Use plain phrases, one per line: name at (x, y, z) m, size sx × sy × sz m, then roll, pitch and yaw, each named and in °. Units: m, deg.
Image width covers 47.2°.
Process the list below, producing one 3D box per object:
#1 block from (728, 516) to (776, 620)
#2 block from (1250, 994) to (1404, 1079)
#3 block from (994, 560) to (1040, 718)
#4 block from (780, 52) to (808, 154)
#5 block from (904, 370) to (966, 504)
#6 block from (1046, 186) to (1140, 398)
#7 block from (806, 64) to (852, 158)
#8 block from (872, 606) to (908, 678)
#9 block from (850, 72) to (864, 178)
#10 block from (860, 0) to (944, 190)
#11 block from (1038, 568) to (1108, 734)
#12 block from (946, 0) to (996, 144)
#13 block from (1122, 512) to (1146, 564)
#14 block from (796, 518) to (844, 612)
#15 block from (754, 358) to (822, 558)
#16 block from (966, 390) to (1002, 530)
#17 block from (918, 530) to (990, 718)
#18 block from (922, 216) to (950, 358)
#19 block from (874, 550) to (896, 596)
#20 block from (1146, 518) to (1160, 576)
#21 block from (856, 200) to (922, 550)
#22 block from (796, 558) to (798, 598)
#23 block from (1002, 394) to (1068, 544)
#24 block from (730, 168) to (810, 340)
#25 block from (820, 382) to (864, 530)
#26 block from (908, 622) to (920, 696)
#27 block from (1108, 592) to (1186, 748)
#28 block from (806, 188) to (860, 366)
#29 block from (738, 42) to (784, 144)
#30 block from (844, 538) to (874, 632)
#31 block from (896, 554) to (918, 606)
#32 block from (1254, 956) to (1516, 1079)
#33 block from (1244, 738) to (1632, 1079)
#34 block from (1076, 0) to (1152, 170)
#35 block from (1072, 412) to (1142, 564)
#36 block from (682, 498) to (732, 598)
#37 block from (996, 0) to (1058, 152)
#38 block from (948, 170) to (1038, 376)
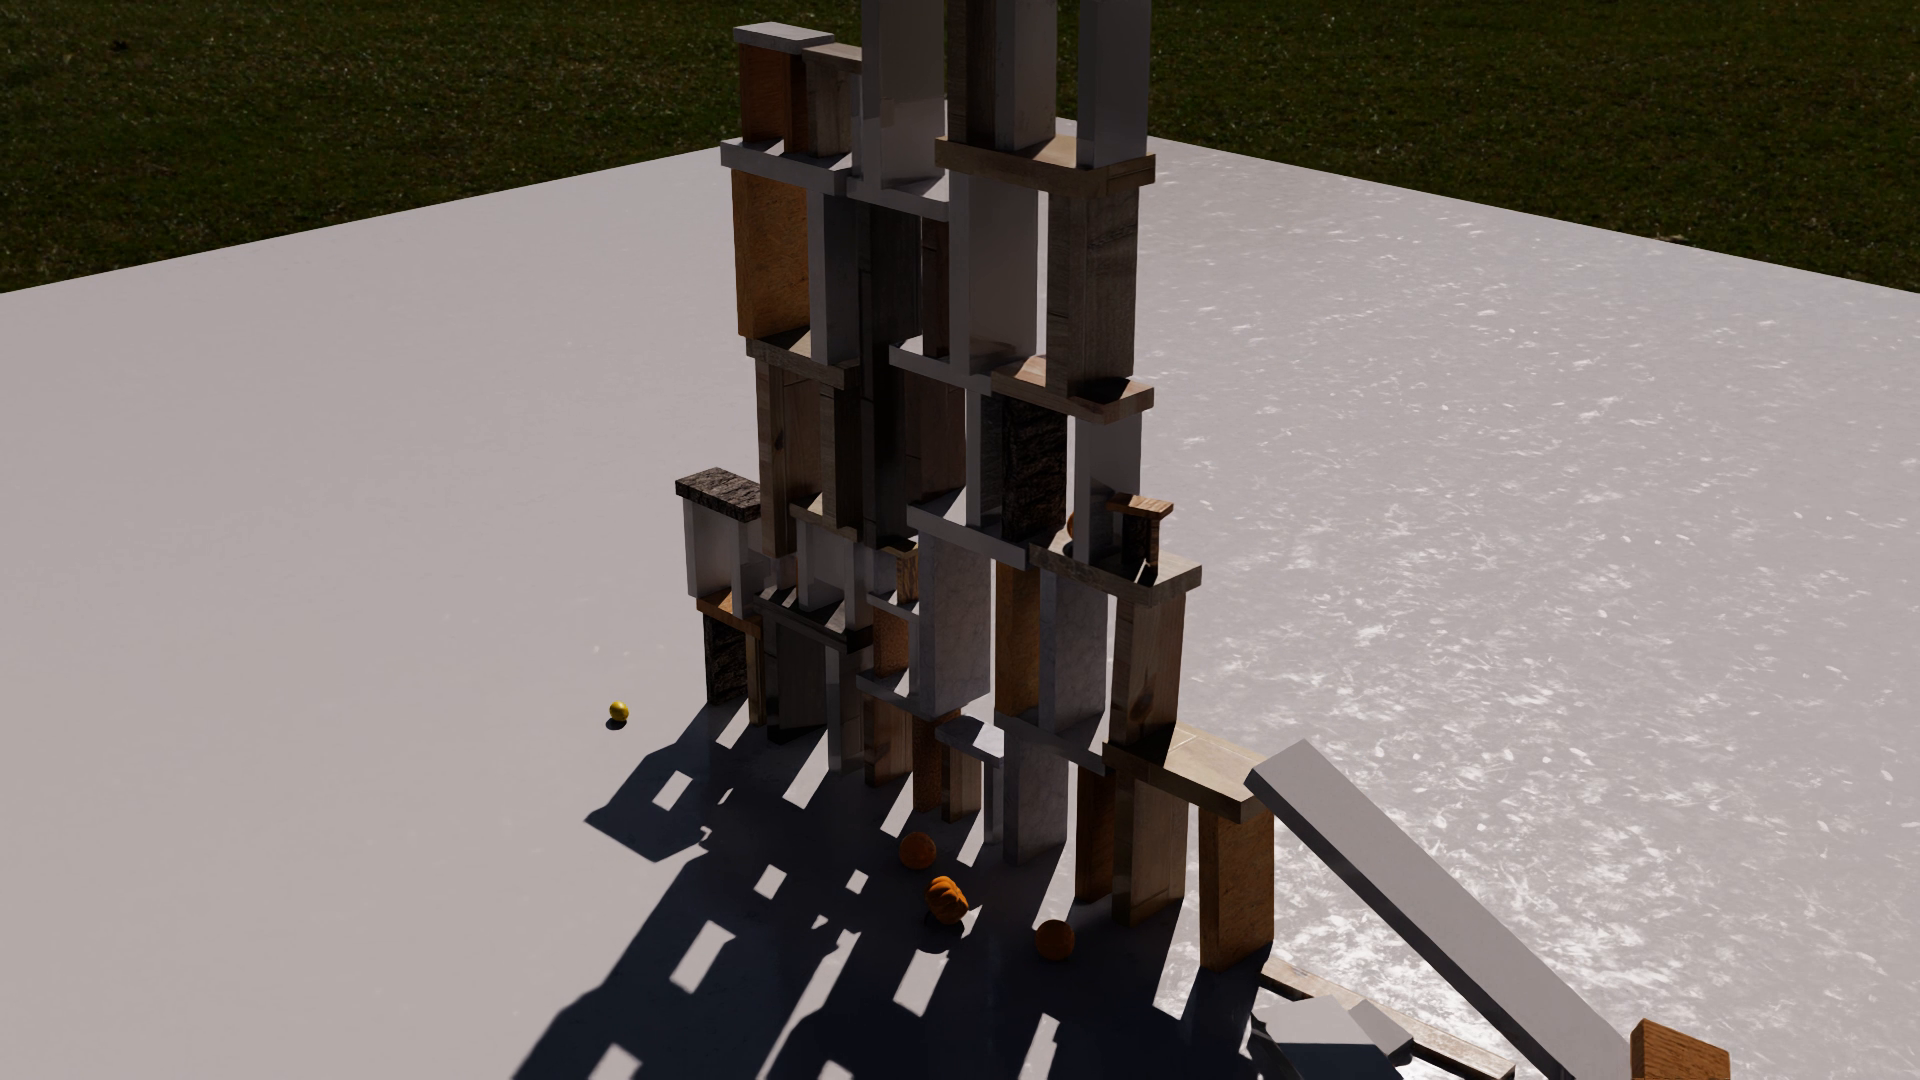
block at (-0.437, 0.045, 4.720) m, size 0.116 × 0.231 × 0.033 m, roll -21°, pitch 31°, yaw -40°
block at (0.608, 0.857, 3.643) m, size 0.149 × 0.042 × 0.299 m, roll -8°, pitch 19°, yaw -13°
block at (0.136, 0.164, 4.148) m, size 0.044 × 0.310 × 0.155 m, roll 21°, pitch 31°, yaw 41°
block at (-0.292, -0.837, 4.179) m, size 0.095 × 0.189 × 0.027 m, roll -21°, pitch 31°, yaw -40°
block at (-0.046, -0.213, 4.190) m, size 0.038 × 0.266 × 0.133 m, roll 17°, pitch 28°, yaw 36°
block at (0.228, -0.437, 3.791) m, size 0.050 × 0.353 × 0.176 m, roll 21°, pitch 31°, yaw 40°
block at (-0.246, -0.814, 4.141) m, size 0.088 × 0.175 × 0.025 m, roll -21°, pitch 30°, yaw -41°
block at (-0.140, 0.196, 4.466) m, size 0.022 × 0.157 × 0.079 m, roll 21°, pitch 31°, yaw 40°
block at (-0.161, -0.773, 4.067) m, size 0.025 × 0.192 × 0.088 m, roll 21°, pitch 31°, yaw 40°
block at (-0.102, -0.865, 3.964) m, size 0.161 × 0.442 × 0.046 m, roll -21°, pitch 31°, yaw -40°
block at (0.211, 0.186, 4.078) m, size 0.143 × 0.325 × 0.041 m, roll -21°, pitch 31°, yaw -41°
block at (0.051, -0.861, 3.798) m, size 0.046 × 0.322 × 0.161 m, roll 21°, pitch 31°, yaw 40°
block at (0.309, -0.014, 3.890) m, size 0.015 × 0.105 × 0.053 m, roll 18°, pitch 29°, yaw 38°
block at (-0.288, 0.039, 4.549) m, size 0.102 × 0.203 × 0.029 m, roll -21°, pitch 31°, yaw -40°
block at (-0.342, -0.182, 4.513) m, size 0.149 × 0.423 × 0.042 m, roll -21°, pitch 31°, yaw -40°
block at (0.071, -0.165, 4.076) m, size 0.133 × 0.265 × 0.038 m, roll -21°, pitch 31°, yaw -41°
block at (-0.009, 0.143, 4.297) m, size 0.044 × 0.387 × 0.155 m, roll 21°, pitch 31°, yaw 41°
block at (-0.010, -0.475, 4.038) m, size 0.037 × 0.260 × 0.130 m, roll 21°, pitch 31°, yaw 40°
block at (-0.150, 0.055, 4.408) m, size 0.051 × 0.103 × 0.015 m, roll -21°, pitch 31°, yaw -40°
block at (0.337, 0.003, 3.850) m, size 0.015 × 0.105 × 0.053 m, roll -1°, pitch 23°, yaw -3°
block at (-0.132, -0.323, 4.240) m, size 0.130 × 0.697 × 0.037 m, roll -21°, pitch 30°, yaw -40°
block at (-0.322, 0.073, 4.608) m, size 0.013 × 0.094 × 0.047 m, roll 21°, pitch 31°, yaw 40°
block at (0.136, -0.147, 4.014) m, size 0.134 × 0.280 × 0.038 m, roll -21°, pitch 31°, yaw -41°
block at (-0.367, -0.583, 4.377) m, size 0.169 × 0.338 × 0.048 m, roll -21°, pitch 30°, yaw -40°
block at (-0.205, -0.183, 4.357) m, size 0.149 × 0.298 × 0.042 m, roll -20°, pitch 31°, yaw -40°
block at (-0.066, 0.225, 4.397) m, size 0.079 × 0.157 × 0.022 m, roll -21°, pitch 31°, yaw -41°
block at (0.337, 0.217, 3.953) m, size 0.143 × 0.286 × 0.041 m, roll -21°, pitch 33°, yaw -40°
block at (-0.211, -0.519, 4.227) m, size 0.169 × 0.337 × 0.048 m, roll -21°, pitch 31°, yaw -40°
block at (-0.380, -0.872, 4.262) m, size 0.094 × 0.189 × 0.027 m, roll -21°, pitch 30°, yaw -40°
block at (-0.188, 0.074, 4.465) m, size 0.029 × 0.203 × 0.102 m, roll 21°, pitch 30°, yaw 39°
block at (-0.102, 0.074, 4.364) m, size 0.051 × 0.103 × 0.015 m, roll -21°, pitch 31°, yaw -40°
block at (0.726, 0.826, 3.792) m, size 0.481 × 0.017 × 0.059 m, roll 19°, pitch 29°, yaw 37°
block at (0.846, 0.678, 3.616) m, size 0.149 × 0.042 × 0.931 m, roll -22°, pitch 56°, yaw -41°
block at (0.253, -0.759, 3.623) m, size 0.039 × 0.272 × 0.136 m, roll 21°, pitch 31°, yaw 40°
block at (0.261, -0.103, 3.893) m, size 0.134 × 0.267 × 0.038 m, roll -21°, pitch 31°, yaw -40°
block at (-0.547, 0.002, 4.821) m, size 0.033 × 0.231 × 0.116 m, roll 21°, pitch 31°, yaw 41°
block at (0.113, -0.811, 3.746) m, size 0.039 × 0.272 × 0.136 m, roll 14°, pitch 27°, yaw 30°
block at (0.061, -0.494, 3.944) m, size 0.050 × 0.367 × 0.176 m, roll 21°, pitch 31°, yaw 41°
